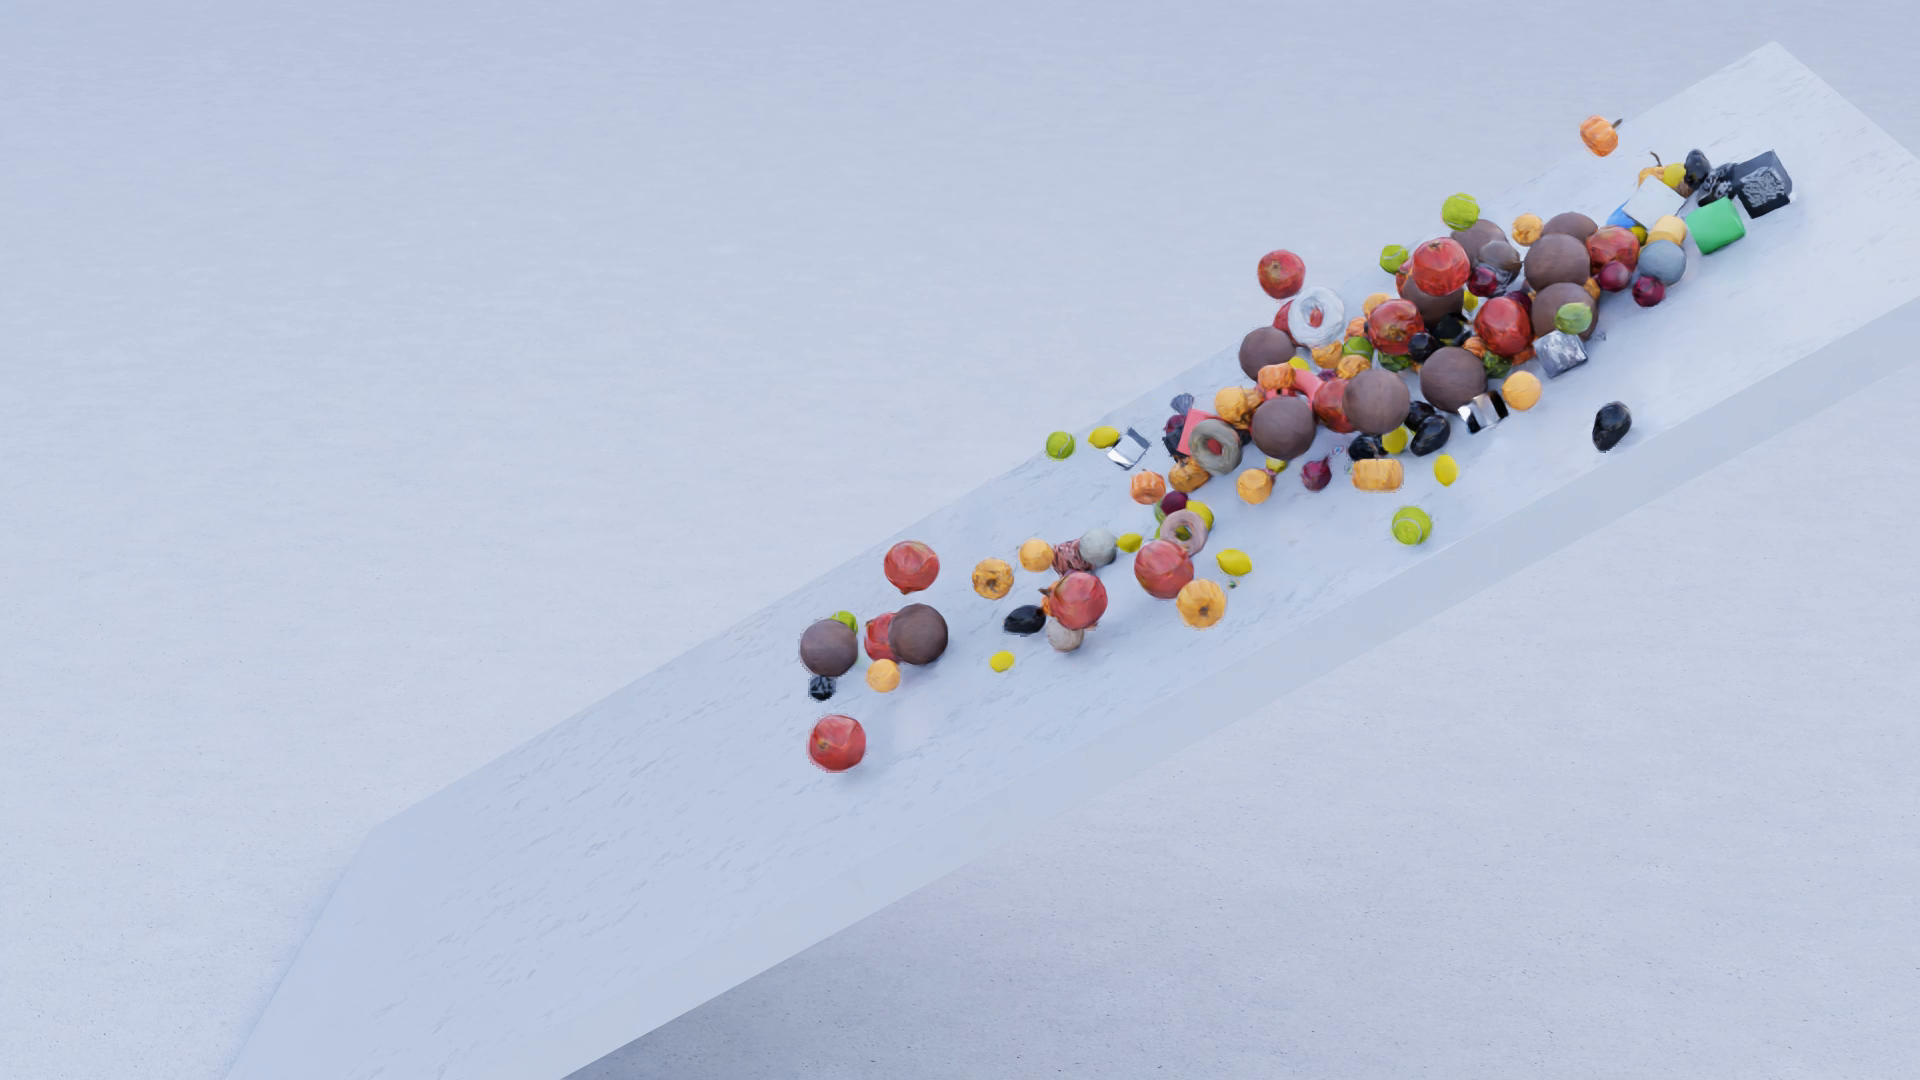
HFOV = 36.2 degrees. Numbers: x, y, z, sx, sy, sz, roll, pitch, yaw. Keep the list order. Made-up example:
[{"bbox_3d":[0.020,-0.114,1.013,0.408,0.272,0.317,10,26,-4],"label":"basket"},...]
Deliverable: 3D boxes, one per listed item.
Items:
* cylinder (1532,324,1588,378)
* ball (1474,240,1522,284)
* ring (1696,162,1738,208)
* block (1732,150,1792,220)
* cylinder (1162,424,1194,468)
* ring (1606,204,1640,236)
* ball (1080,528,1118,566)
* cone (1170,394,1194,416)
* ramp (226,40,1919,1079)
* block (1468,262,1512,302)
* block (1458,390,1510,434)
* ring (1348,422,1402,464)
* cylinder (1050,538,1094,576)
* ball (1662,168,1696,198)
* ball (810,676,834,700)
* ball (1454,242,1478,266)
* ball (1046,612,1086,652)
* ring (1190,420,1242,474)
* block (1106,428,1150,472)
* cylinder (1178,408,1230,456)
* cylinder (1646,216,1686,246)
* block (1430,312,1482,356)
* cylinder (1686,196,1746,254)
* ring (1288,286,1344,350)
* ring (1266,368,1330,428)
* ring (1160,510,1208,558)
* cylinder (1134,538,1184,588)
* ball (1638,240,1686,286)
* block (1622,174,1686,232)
[{"bbox_3d":[1.140,-0.360,5.585,0.077,0.077,0.077,-28,12,19],"label":"cylinder"},{"bbox_3d":[1.092,-0.560,5.973,0.096,0.096,0.096,0,19,0],"label":"ball"},{"bbox_3d":[1.537,-0.713,5.944,0.039,0.116,0.116,36,13,-15],"label":"ring"},{"bbox_3d":[1.569,-0.695,5.750,0.082,0.082,0.082,-24,26,31],"label":"block"},{"bbox_3d":[0.499,-0.213,6.428,0.080,0.080,0.080,-34,26,-6],"label":"cylinder"},{"bbox_3d":[1.404,-0.679,6.148,0.116,0.039,0.116,-34,13,9],"label":"ring"},{"bbox_3d":[0.288,0.014,6.125,0.081,0.081,0.081,0,19,0],"label":"ball"},{"bbox_3d":[0.508,-0.291,6.615,0.055,0.055,0.055,-7,54,-20],"label":"cone"},{"bbox_3d":[0.141,0.169,6.288,4.000,0.100,2.000,-29,15,13],"label":"ramp"},{"bbox_3d":[1.058,-0.516,5.874,0.058,0.058,0.058,21,5,-7],"label":"block"},{"bbox_3d":[0.979,-0.239,5.492,0.056,0.056,0.056,-22,-10,-30],"label":"block"},{"bbox_3d":[0.817,-0.191,5.783,0.116,0.039,0.116,-30,15,9],"label":"ring"},{"bbox_3d":[0.240,0.036,6.179,0.070,0.070,0.070,-17,2,45],"label":"cylinder"},{"bbox_3d":[1.492,-0.739,6.104,0.067,0.067,0.067,0,19,0],"label":"ball"},{"bbox_3d":[-0.301,0.322,6.397,0.054,0.054,0.054,0,19,0],"label":"ball"},{"bbox_3d":[1.126,-0.636,6.553,0.053,0.053,0.053,0,19,0],"label":"ball"},{"bbox_3d":[0.207,0.181,5.763,0.078,0.078,0.078,0,19,0],"label":"ball"},{"bbox_3d":[0.532,-0.193,6.118,0.123,0.123,0.041,12,32,31],"label":"ring"},{"bbox_3d":[0.380,-0.203,6.630,0.061,0.061,0.061,-52,4,-26],"label":"block"},{"bbox_3d":[0.519,-0.222,6.255,0.093,0.093,0.093,16,8,-2],"label":"cylinder"},{"bbox_3d":[1.404,-0.601,5.843,0.065,0.065,0.065,9,36,25],"label":"cylinder"},{"bbox_3d":[0.995,-0.412,5.897,0.060,0.060,0.060,0,38,-49],"label":"block"},{"bbox_3d":[1.466,-0.611,5.708,0.086,0.086,0.086,-26,10,22],"label":"cylinder"},{"bbox_3d":[0.732,-0.457,6.045,0.131,0.131,0.044,17,9,40],"label":"ring"},{"bbox_3d":[0.708,-0.297,6.153,0.143,0.048,0.143,7,56,-10],"label":"ring"},{"bbox_3d":[0.447,-0.013,5.872,0.097,0.097,0.032,-1,-11,-1],"label":"ring"},{"bbox_3d":[0.387,0.044,5.742,0.082,0.082,0.082,12,4,-1],"label":"cylinder"},{"bbox_3d":[1.353,-0.533,5.666,0.091,0.091,0.091,0,19,0],"label":"ball"},{"bbox_3d":[1.400,-0.673,5.934,0.090,0.090,0.090,38,10,9],"label":"block"}]
